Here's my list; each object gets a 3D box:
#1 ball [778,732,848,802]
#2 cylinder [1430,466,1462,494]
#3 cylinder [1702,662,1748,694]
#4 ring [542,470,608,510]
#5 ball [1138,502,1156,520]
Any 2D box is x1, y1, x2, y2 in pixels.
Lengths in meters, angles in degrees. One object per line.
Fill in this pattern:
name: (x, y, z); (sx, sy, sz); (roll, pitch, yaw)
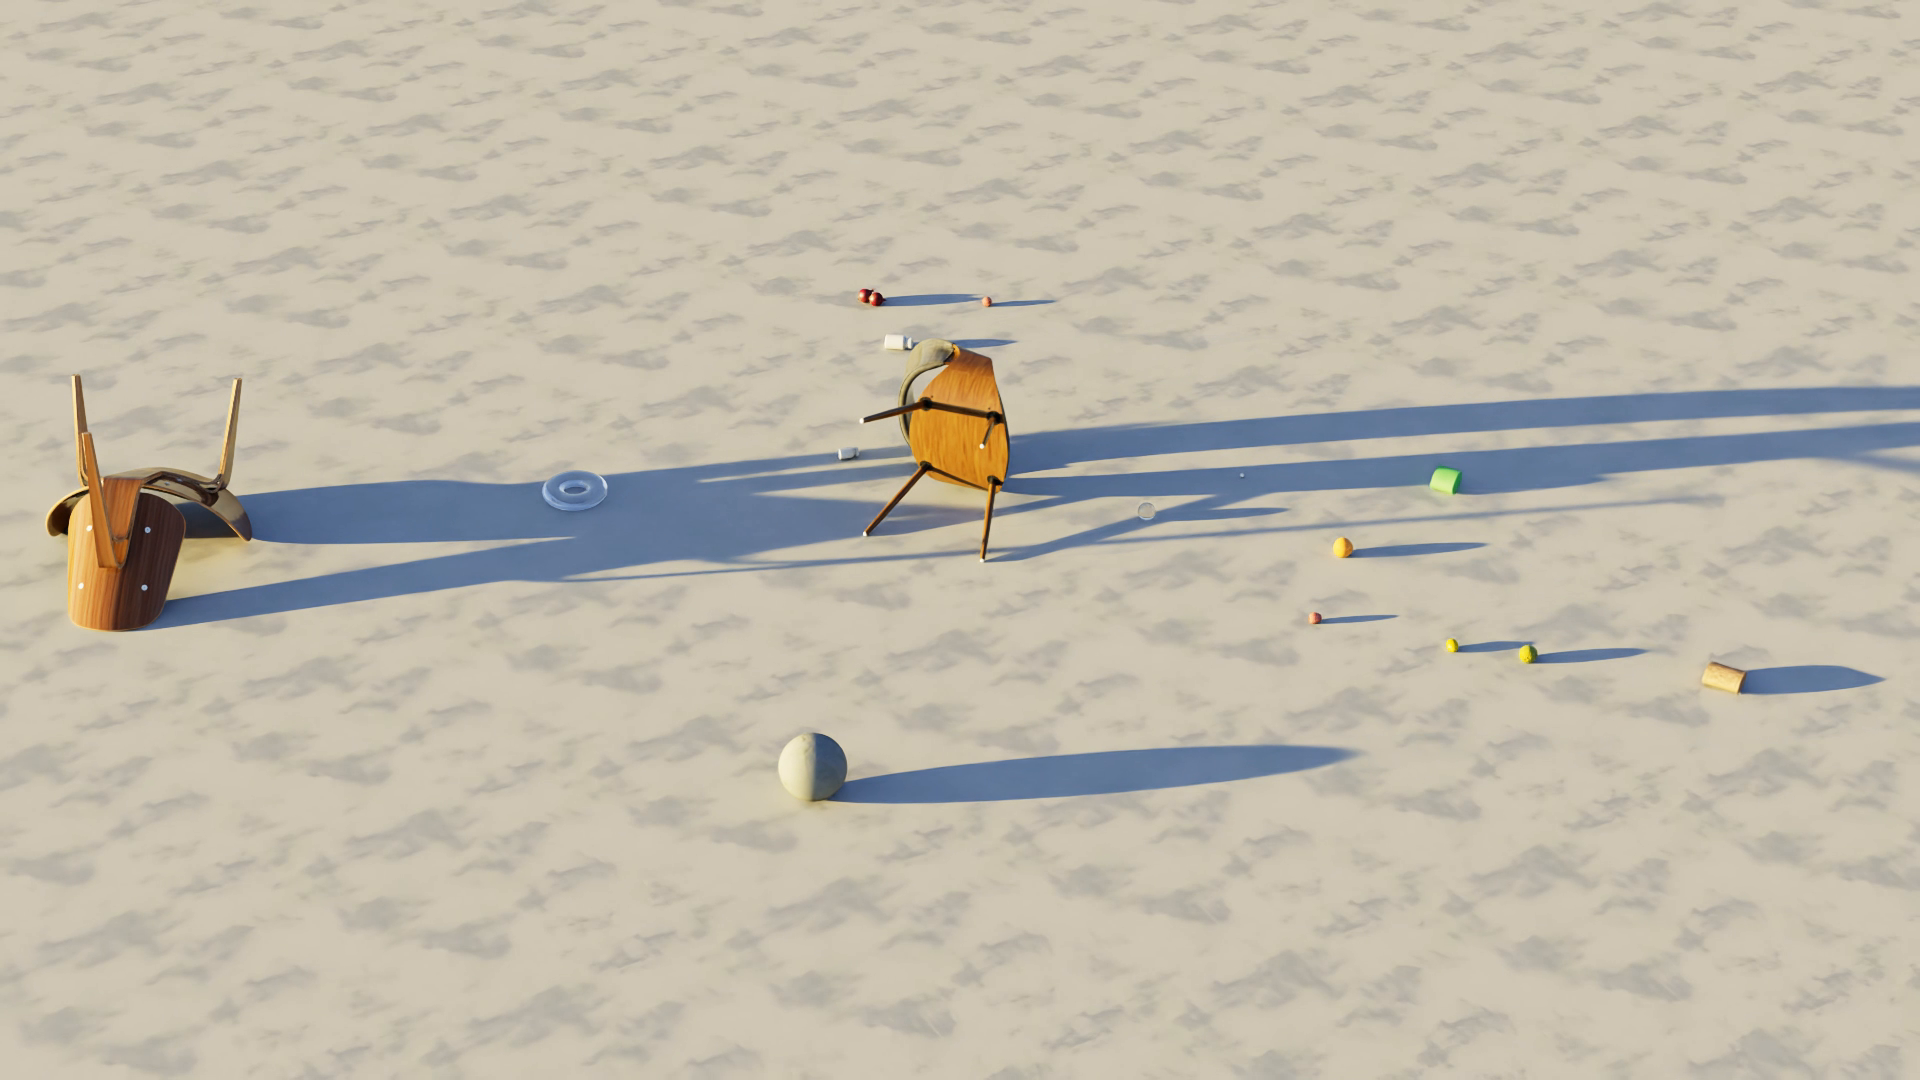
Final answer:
ball: (-0.482, 0.745, 9.609); (0.226, 0.226, 0.226); (0, 33, 0)
cylinder: (1.863, -0.232, 11.228); (0.087, 0.072, 0.105); (18, 56, 25)
cylinder: (2.650, 0.476, 10.163); (0.125, 0.065, 0.106); (18, 37, 25)
ring: (-1.469, -0.190, 11.187); (0.250, 0.051, 0.256); (-6, 34, -10)
ball: (0.703, -0.107, 11.045); (0.069, 0.069, 0.069); (0, 33, 0)
